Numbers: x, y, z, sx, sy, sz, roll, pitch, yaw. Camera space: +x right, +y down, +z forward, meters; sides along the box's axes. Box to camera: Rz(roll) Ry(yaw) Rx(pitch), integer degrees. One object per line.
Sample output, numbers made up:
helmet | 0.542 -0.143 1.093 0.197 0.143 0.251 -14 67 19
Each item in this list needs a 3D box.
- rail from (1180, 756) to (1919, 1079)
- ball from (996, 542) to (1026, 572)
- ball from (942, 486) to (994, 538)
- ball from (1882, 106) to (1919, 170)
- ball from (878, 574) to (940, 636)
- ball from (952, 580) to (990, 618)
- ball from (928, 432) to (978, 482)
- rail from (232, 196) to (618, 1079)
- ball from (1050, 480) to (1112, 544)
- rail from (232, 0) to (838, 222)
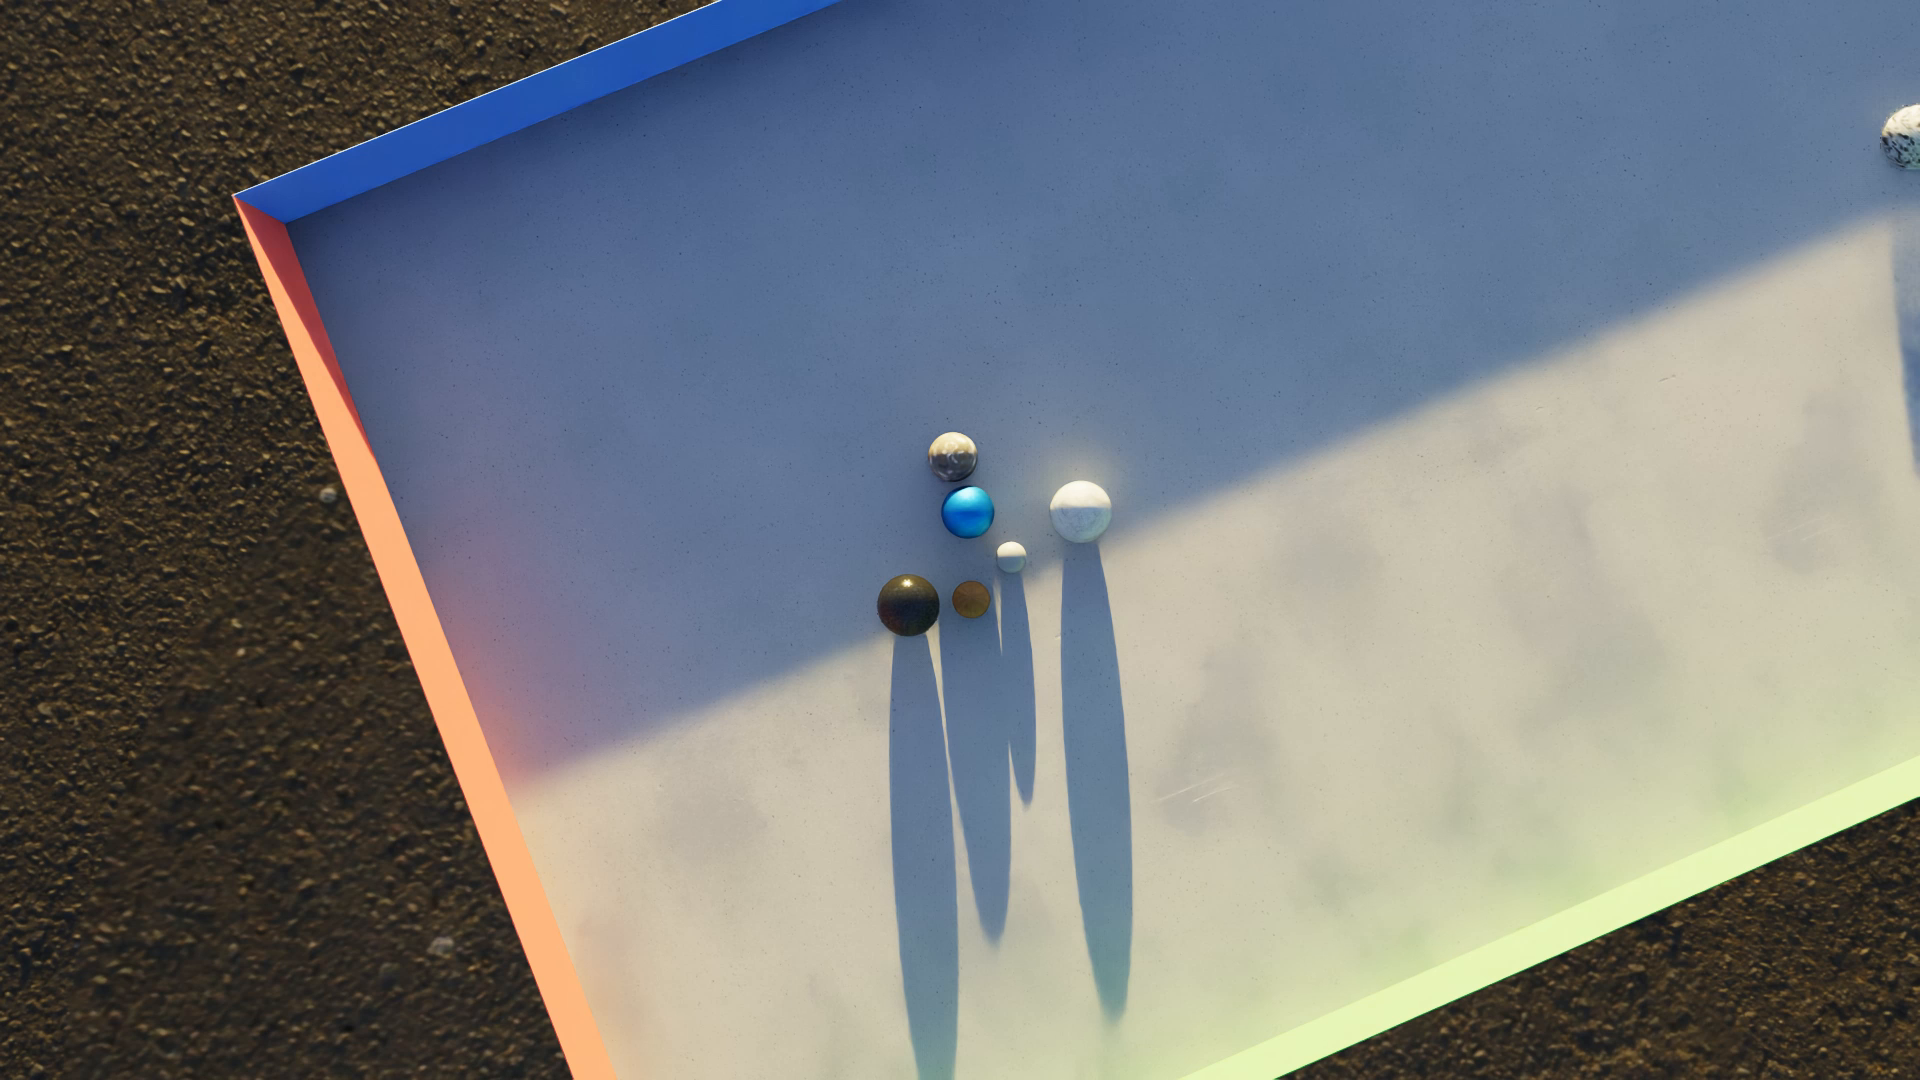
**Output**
rail | 1.071 0.472 3.170 3.195 0.127 0.045 -23 82 -3
ball | 0.076 0.026 3.281 0.046 0.046 0.046 0 81 0
ball | 0.012 -0.041 3.274 0.080 0.080 0.080 0 81 0
ball | 1.459 -0.613 3.354 0.097 0.097 0.097 0 81 0
ball | -0.076 0.097 3.246 0.093 0.093 0.093 0 81 0
ball | 0.017 0.088 3.266 0.057 0.057 0.057 0 81 0
ball | -0.010 -0.124 3.290 0.074 0.074 0.074 0 81 0
rail | -0.714 0.294 3.197 0.045 0.127 1.770 -23 82 -3
ball | 0.180 -0.042 3.268 0.093 0.093 0.093 0 81 0
rail | 0.399 -1.096 3.414 3.195 0.127 0.045 -23 82 -3
